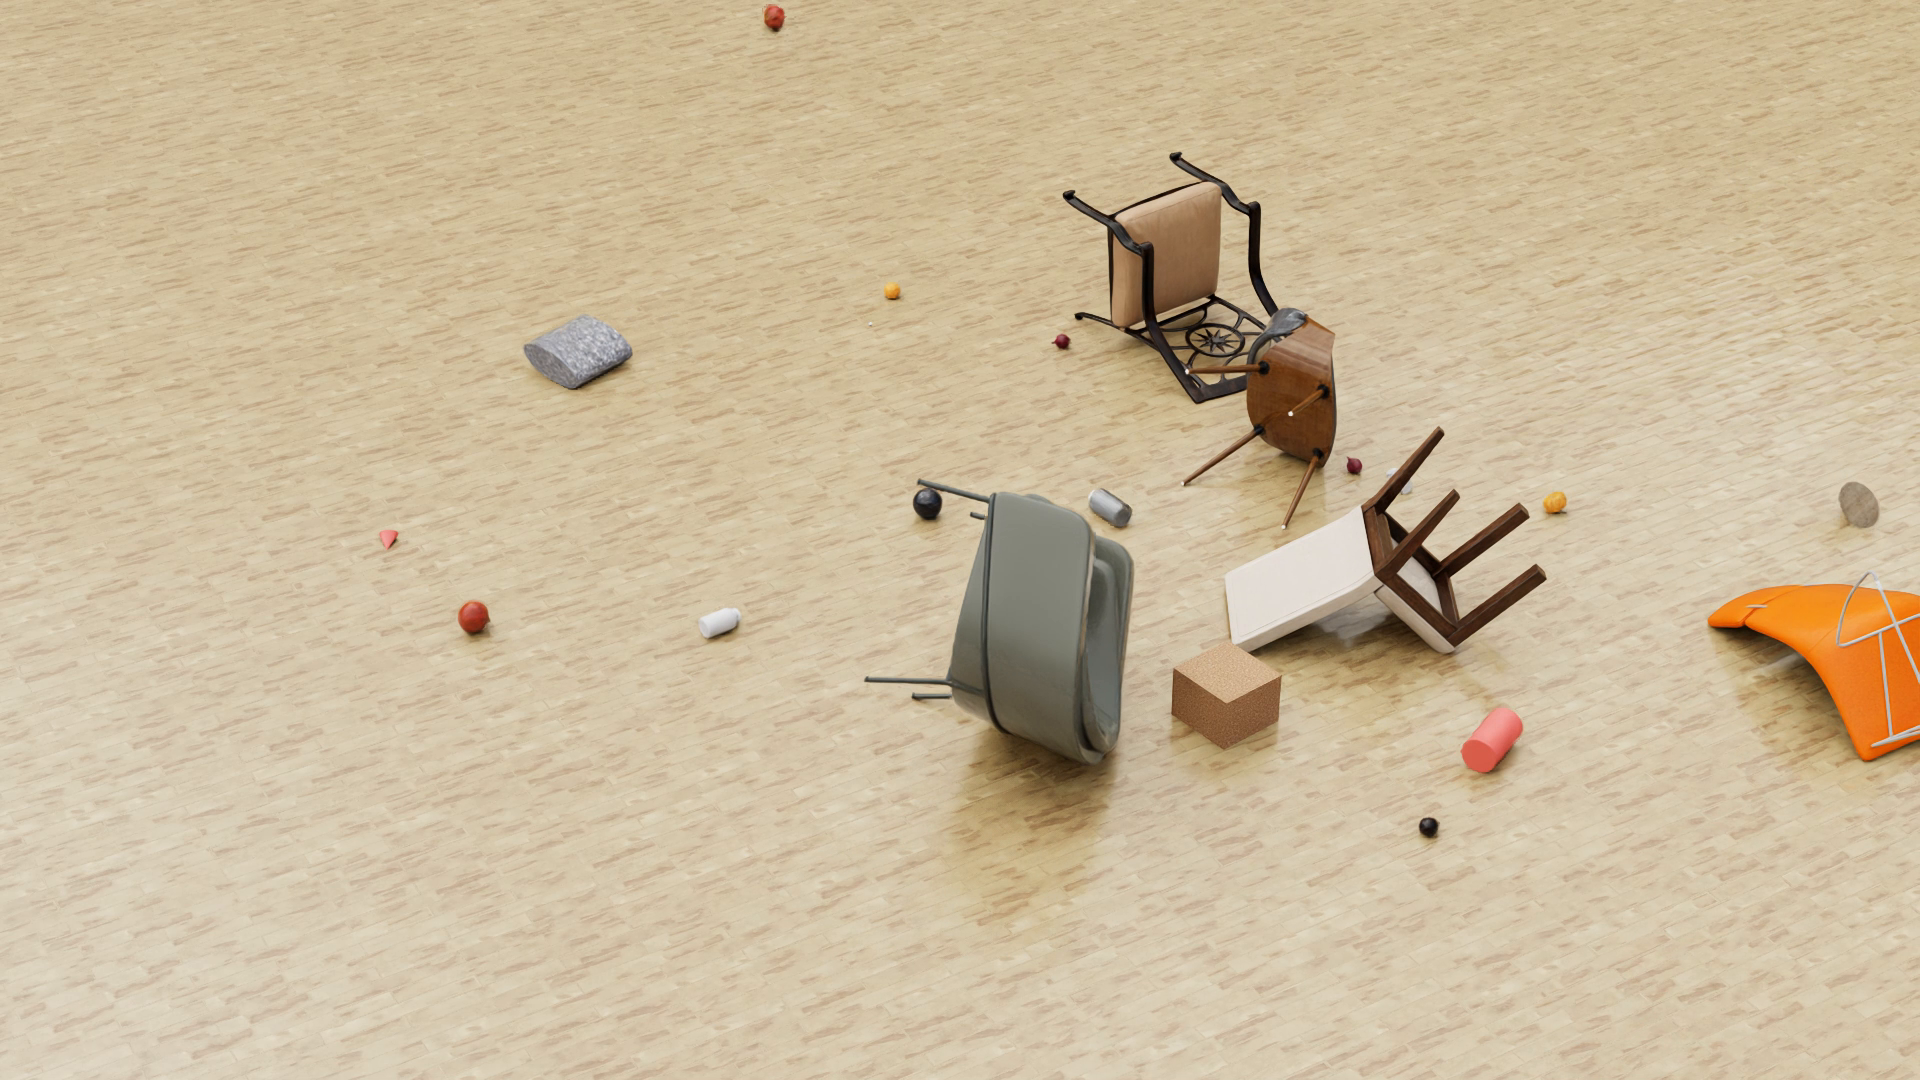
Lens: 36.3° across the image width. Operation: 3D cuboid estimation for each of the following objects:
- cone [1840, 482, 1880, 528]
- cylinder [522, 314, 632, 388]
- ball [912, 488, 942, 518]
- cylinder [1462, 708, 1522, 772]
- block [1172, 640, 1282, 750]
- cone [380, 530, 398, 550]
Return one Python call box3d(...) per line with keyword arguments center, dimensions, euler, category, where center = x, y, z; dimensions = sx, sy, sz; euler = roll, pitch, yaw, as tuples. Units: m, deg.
box3d(center=(3.376, -0.146, 11.094), dimensions=(0.130, 0.192, 0.191), euler=(-32, 6, 6), category="cone")
box3d(center=(-1.562, -0.774, 11.989), dimensions=(0.319, 0.133, 0.314), euler=(33, 45, 26), category="cylinder")
box3d(center=(-0.122, -0.138, 11.050), dimensions=(0.115, 0.115, 0.115), euler=(0, 33, 0), category="ball")
box3d(center=(1.781, 0.668, 9.815), dimensions=(0.123, 0.127, 0.216), euler=(45, 46, 5), category="cylinder")
box3d(center=(0.905, 0.526, 9.970), dimensions=(0.255, 0.194, 0.262), euler=(-24, 40, -32), category="block")
box3d(center=(-2.130, 0.008, 10.912), dimensions=(0.075, 0.047, 0.081), euler=(-4, 50, 3), category="cone")
